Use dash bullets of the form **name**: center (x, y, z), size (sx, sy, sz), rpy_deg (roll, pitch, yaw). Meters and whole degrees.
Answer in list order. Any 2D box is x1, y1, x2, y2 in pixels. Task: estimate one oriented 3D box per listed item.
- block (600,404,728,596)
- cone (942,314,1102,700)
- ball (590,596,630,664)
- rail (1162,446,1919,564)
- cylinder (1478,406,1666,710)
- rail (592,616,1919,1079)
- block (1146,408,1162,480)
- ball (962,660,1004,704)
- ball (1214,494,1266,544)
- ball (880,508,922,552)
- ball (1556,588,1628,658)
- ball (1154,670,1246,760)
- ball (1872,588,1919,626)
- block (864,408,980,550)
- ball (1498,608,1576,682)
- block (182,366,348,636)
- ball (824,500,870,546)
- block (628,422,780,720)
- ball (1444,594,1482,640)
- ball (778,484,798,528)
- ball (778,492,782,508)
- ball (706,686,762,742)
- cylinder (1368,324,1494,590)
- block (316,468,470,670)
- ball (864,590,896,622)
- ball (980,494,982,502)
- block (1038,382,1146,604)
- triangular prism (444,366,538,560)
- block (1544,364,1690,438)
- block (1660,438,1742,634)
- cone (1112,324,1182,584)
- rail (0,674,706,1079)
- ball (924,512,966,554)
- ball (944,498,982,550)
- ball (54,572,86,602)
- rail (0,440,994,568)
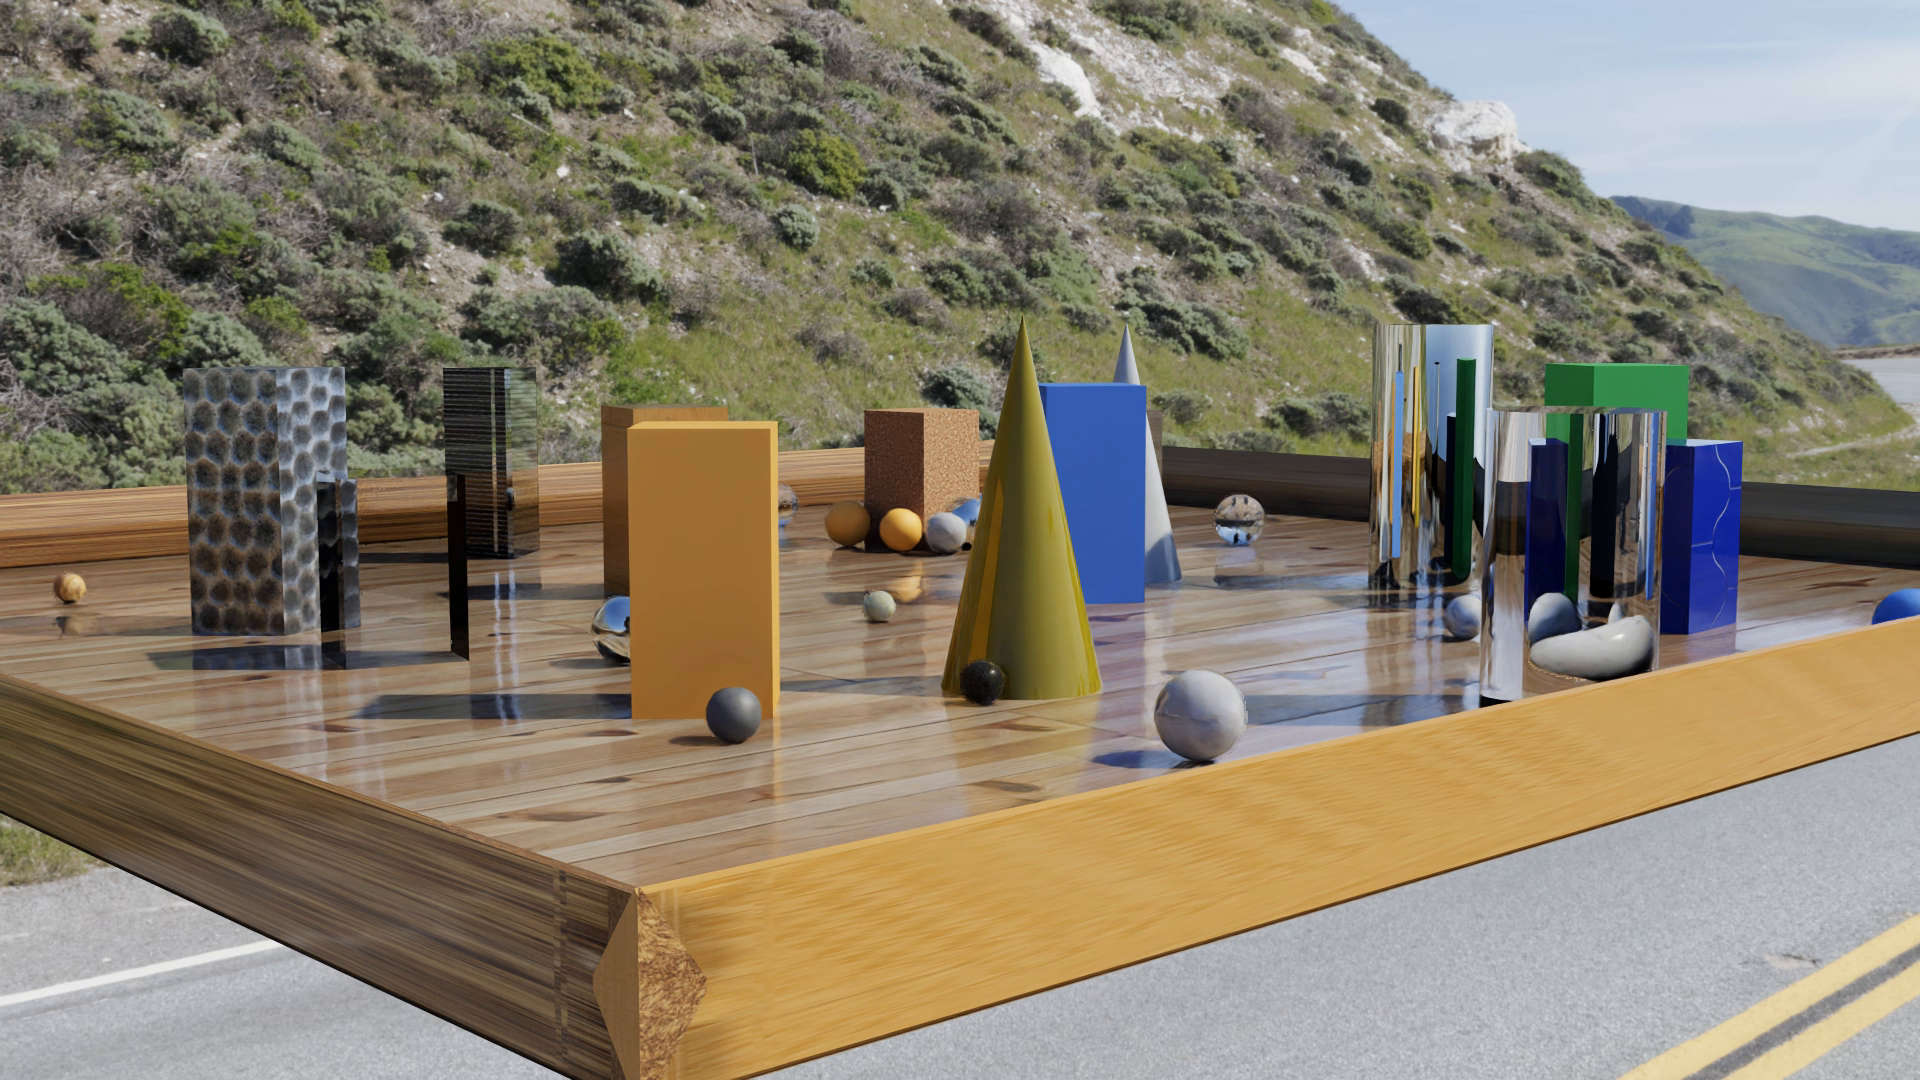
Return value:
- **block**: center (-0.464, -0.064, 3.461), size (0.154, 0.292, 0.154), rpy_deg (-3, 7, -27)
- **cone**: center (0.073, -0.046, 2.581), size (0.192, 0.439, 0.192), rpy_deg (0, 6, 0)
- **ball**: center (-0.422, 0.113, 2.768), size (0.085, 0.085, 0.085), rpy_deg (0, 6, 0)
- **rail**: center (1.139, -0.078, 4.377), size (0.045, 0.125, 2.887), rpy_deg (-6, 8, -42)
- **cylinder**: center (0.676, 0.023, 2.433), size (0.192, 0.334, 0.192), rpy_deg (0, 6, 0)
- **rail**: center (0.963, 0.142, 2.294), size (3.147, 0.125, 0.045), rpy_deg (-6, 8, -42)
- **block**: center (0.296, -0.136, 4.355), size (0.154, 0.248, 0.154), rpy_deg (-2, 6, -22)
- **ball**: center (0.026, 0.161, 2.485), size (0.049, 0.049, 0.049), rpy_deg (0, 6, 0)
- **ball**: center (0.529, -0.039, 4.157), size (0.096, 0.096, 0.096), rpy_deg (0, 6, 0)
- **ball**: center (-0.108, -0.019, 4.045), size (0.079, 0.079, 0.079), rpy_deg (0, 6, 0)
- **ball**: center (0.804, 0.106, 2.803), size (0.091, 0.091, 0.091), rpy_deg (0, 6, 0)
- **ball**: center (0.237, 0.173, 2.173), size (0.090, 0.090, 0.090), rpy_deg (0, 6, 0)
- **ball**: center (1.203, 0.108, 2.780), size (0.093, 0.093, 0.093), rpy_deg (0, 6, 0)
- **block**: center (-0.072, -0.119, 4.163), size (0.154, 0.254, 0.154), rpy_deg (5, 8, 42)
- **ball**: center (0.689, 0.126, 2.627), size (0.089, 0.089, 0.089), rpy_deg (0, 6, 0)
- **block**: center (-0.968, -0.059, 3.079), size (0.154, 0.362, 0.154), rpy_deg (2, 6, 20)
- **ball**: center (-0.211, -0.031, 4.132), size (0.086, 0.086, 0.086), rpy_deg (0, 6, 0)
- **block**: center (-0.283, 0.029, 2.456), size (0.154, 0.316, 0.154), rpy_deg (0, 6, -2)
- **ball**: center (0.684, 0.104, 2.972), size (0.060, 0.060, 0.060), rpy_deg (0, 6, 0)
- **ball**: center (-0.376, -0.070, 4.473), size (0.091, 0.091, 0.091), rpy_deg (0, 6, 0)
- **ball**: center (-0.417, -0.088, 4.832), size (0.052, 0.052, 0.052), rpy_deg (0, 6, 0)
- **ball**: center (-0.233, 0.179, 2.268), size (0.058, 0.058, 0.058), rpy_deg (0, 6, 0)
- **cylinder**: center (0.763, -0.139, 3.564), size (0.192, 0.419, 0.192), rpy_deg (0, 6, 0)
- **block**: center (-0.725, 0.032, 2.809), size (0.154, 0.236, 0.154), rpy_deg (-3, 7, -27)
- **ball**: center (-0.114, 0.094, 3.134), size (0.045, 0.045, 0.045), rpy_deg (0, 6, 0)
- **ball**: center (0.043, -0.074, 4.708), size (0.051, 0.051, 0.051), rpy_deg (0, 6, 0)
- **block**: center (0.191, -0.075, 3.385), size (0.154, 0.329, 0.154), rpy_deg (-1, 6, -10)
- **triangular prism**: center (-0.824, -0.144, 4.000), size (0.166, 0.339, 0.144), rpy_deg (4, 7, 35)
- **block**: center (0.992, -0.086, 3.343), size (0.154, 0.360, 0.154), rpy_deg (-1, 6, -12)
- **block**: center (0.994, -0.010, 3.106), size (0.154, 0.258, 0.154), rpy_deg (6, 8, 43)
- **cone**: center (0.274, -0.150, 3.645), size (0.192, 0.424, 0.192), rpy_deg (0, 6, 0)
- **rail**: center (-1.139, 0.142, 2.287), size (0.045, 0.125, 2.887), rpy_deg (-6, 8, -42)
- **ball**: center (-0.026, -0.012, 3.995), size (0.076, 0.076, 0.076), rpy_deg (0, 6, 0)
- **ball**: center (0.013, -0.031, 4.080), size (0.096, 0.096, 0.096), rpy_deg (0, 6, 0)
- **ball**: center (-1.352, 0.073, 3.339), size (0.045, 0.045, 0.045), rpy_deg (0, 6, 0)
- **rail**: center (-0.963, -0.077, 4.370), size (3.147, 0.125, 0.045), rpy_deg (-6, 8, -42)
